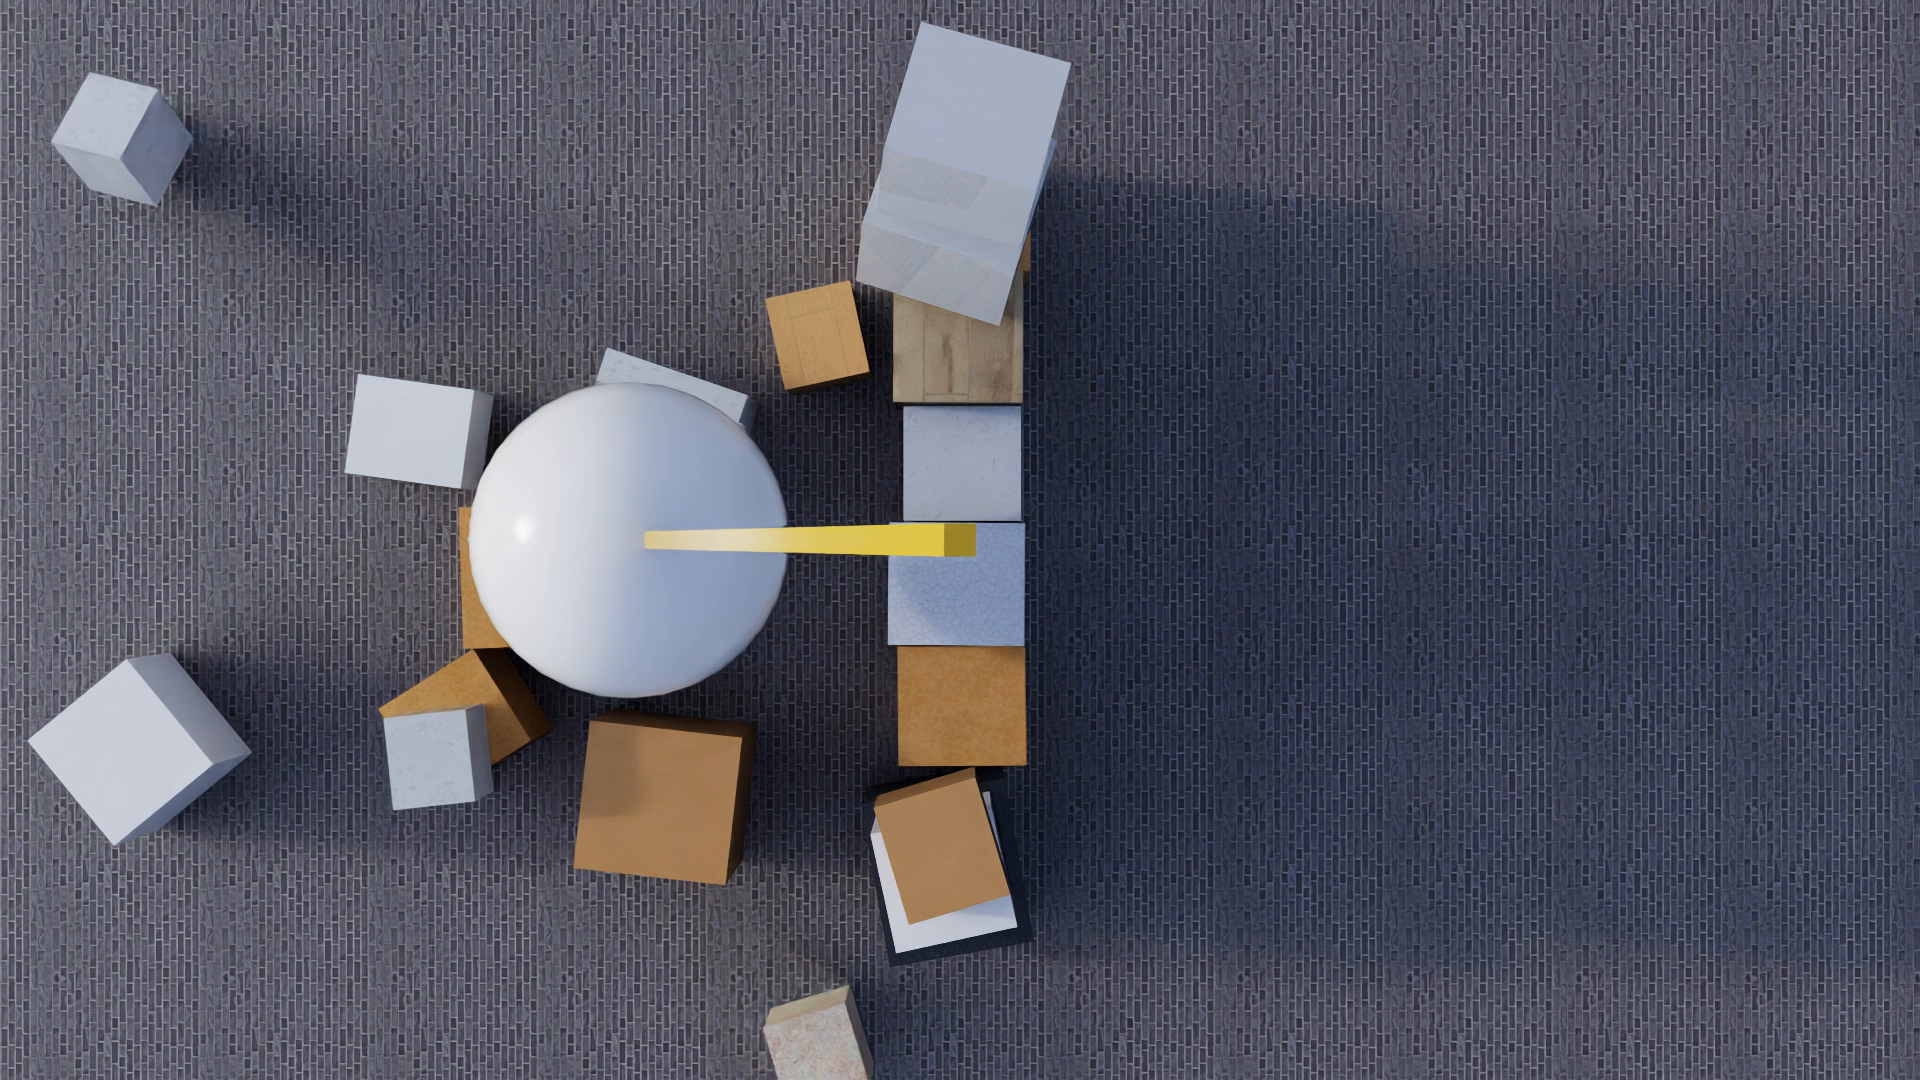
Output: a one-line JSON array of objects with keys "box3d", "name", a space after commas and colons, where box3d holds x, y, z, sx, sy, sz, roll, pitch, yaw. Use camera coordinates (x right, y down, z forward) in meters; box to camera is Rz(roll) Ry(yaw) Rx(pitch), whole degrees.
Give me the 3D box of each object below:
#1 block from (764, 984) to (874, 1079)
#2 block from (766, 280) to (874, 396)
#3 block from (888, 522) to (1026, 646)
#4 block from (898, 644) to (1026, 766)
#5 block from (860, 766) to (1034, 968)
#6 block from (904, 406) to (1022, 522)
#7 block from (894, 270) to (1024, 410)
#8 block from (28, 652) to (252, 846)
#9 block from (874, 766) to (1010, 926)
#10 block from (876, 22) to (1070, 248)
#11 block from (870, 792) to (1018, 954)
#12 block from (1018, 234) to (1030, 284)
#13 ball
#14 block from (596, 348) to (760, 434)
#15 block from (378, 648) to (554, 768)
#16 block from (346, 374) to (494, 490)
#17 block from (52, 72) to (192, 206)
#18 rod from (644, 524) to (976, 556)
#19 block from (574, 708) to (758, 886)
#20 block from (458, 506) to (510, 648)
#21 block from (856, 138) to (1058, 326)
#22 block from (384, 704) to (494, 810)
[{"box3d": [-0.812, 2.938, 12.734, 0.485, 0.532, 0.502, -17, 90, 0], "name": "block"}, {"box3d": [-0.810, -1.163, 12.744, 0.492, 0.512, 0.531, -12, 90, 0], "name": "block"}, {"box3d": [-0.020, 0.247, 12.656, 0.764, 0.689, 0.686, 0, 90, 0], "name": "block"}, {"box3d": [0.010, 0.934, 12.684, 0.718, 0.632, 0.673, 0, 90, 0], "name": "block"}, {"box3d": [-0.069, 1.838, 12.569, 0.809, 0.861, 0.915, -10, 90, 0], "name": "block"}, {"box3d": [0.013, -0.432, 12.705, 0.664, 0.590, 0.648, 0, 90, 0], "name": "block"}, {"box3d": [-0.011, -1.132, 12.607, 0.719, 0.786, 0.733, 0, 90, 0], "name": "block"}, {"box3d": [-4.703, 1.190, 12.658, 0.719, 0.685, 0.764, -39, 90, 0], "name": "block"}, {"box3d": [-0.089, 1.536, 11.110, 0.523, 0.528, 0.604, -17, 90, 0], "name": "block"}, {"box3d": [0.061, -2.049, 11.182, 0.774, 0.691, 0.723, 15, 73, -1], "name": "block"}, {"box3d": [-0.083, 1.762, 11.757, 0.641, 0.764, 0.629, -12, 90, 0], "name": "block"}, {"box3d": [0.017, -1.853, 12.671, 0.758, 0.658, 0.687, 0, 90, 0], "name": "block"}, {"box3d": [-1.662, 0.000, 11.089, 1.600, 1.600, 1.600, 0, 90, 0], "name": "ball"}, {"box3d": [-1.698, -0.563, 12.615, 0.825, 0.769, 0.792, 19, 90, 0], "name": "block"}, {"box3d": [-2.825, 1.032, 12.646, 0.628, 0.708, 0.606, -32, 90, 0], "name": "block"}, {"box3d": [-3.123, -0.617, 12.737, 0.663, 0.527, 0.565, 8, 90, 0], "name": "block"}, {"box3d": [-4.808, -2.300, 12.643, 0.443, 0.499, 0.486, 15, 69, 11], "name": "block"}, {"box3d": [-0.720, 0.000, 7.822, 0.080, 5.200, 0.080, 0, 90, -16], "name": "rod"}, {"box3d": [-1.661, 1.445, 12.542, 0.841, 0.917, 0.815, 6, 90, 0], "name": "block"}, {"box3d": [-2.415, 0.199, 12.617, 0.723, 0.767, 0.789, -2, 90, 0], "name": "block"}, {"box3d": [-0.030, -1.771, 11.858, 0.829, 0.771, 0.792, 18, 73, 0], "name": "block"}, {"box3d": [-2.852, 1.182, 12.055, 0.442, 0.474, 0.497, -6, 90, 0], "name": "block"}]
